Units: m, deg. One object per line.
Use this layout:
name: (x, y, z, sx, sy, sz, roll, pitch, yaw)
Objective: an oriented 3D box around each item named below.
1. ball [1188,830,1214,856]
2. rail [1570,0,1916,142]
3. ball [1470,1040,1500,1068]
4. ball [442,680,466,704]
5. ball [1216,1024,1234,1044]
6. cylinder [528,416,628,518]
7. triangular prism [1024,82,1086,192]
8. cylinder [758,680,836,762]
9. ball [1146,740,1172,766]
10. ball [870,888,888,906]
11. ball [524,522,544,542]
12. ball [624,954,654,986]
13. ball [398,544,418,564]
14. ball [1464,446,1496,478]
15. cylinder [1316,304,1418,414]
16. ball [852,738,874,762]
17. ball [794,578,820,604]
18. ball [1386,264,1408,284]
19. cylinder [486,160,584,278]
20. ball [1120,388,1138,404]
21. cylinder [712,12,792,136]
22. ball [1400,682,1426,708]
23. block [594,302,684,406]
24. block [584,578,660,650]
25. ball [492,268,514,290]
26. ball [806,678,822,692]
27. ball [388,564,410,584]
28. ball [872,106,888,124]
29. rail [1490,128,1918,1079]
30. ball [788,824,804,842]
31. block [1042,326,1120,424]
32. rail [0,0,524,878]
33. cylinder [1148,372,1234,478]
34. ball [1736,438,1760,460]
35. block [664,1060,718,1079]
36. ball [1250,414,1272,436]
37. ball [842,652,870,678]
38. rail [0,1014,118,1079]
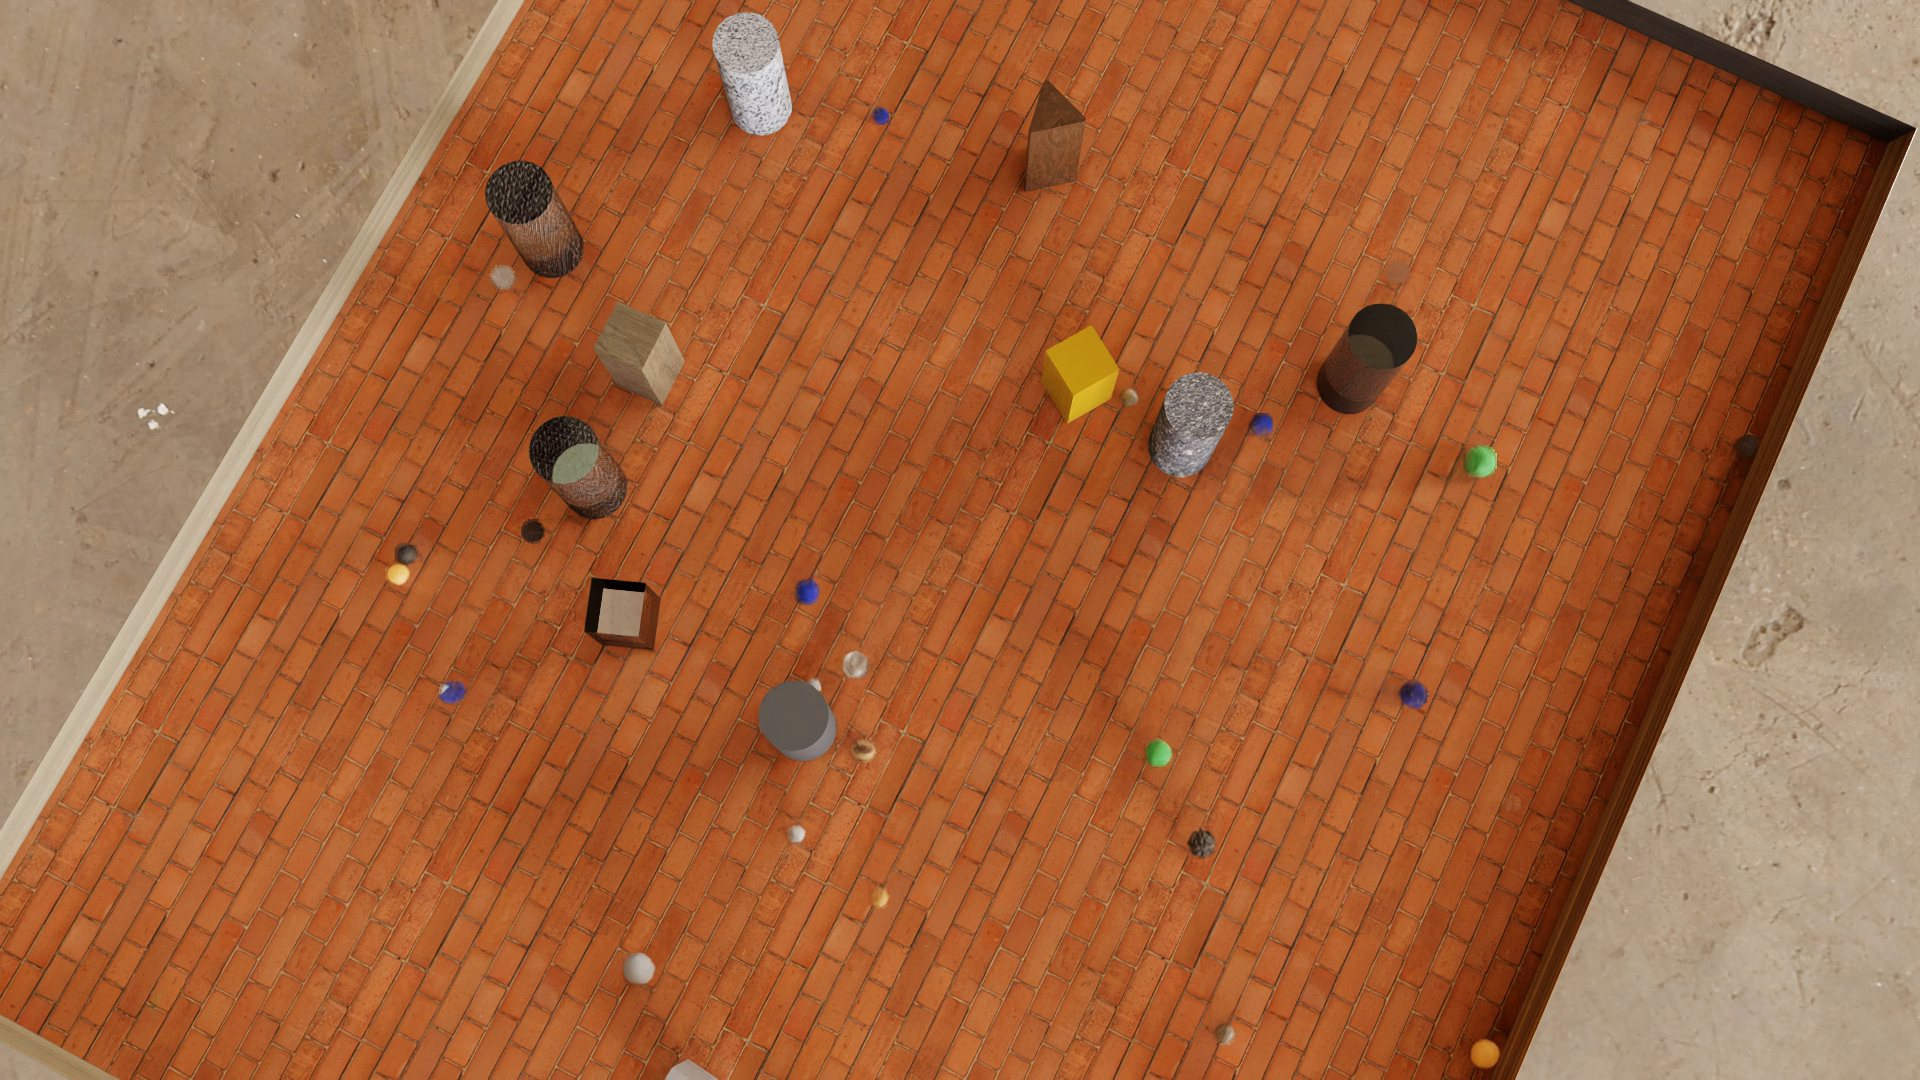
ball: (0.710, 0.892, 5.392, 0.077, 0.077, 0.077, 0, 78, 0)
rail: (1.116, -2.179, 6.001, 4.203, 0.129, 0.045, 26, 80, 5)
ball: (1.511, 1.477, 5.269, 0.081, 0.081, 0.081, 0, 78, 0)
ball: (-1.517, 0.455, 5.486, 0.070, 0.070, 0.070, 0, 78, 0)
ball: (0.765, 1.424, 5.293, 0.056, 0.056, 0.056, 0, 78, 0)
cylinder: (-1.124, -0.209, 5.423, 0.198, 0.464, 0.198, 0, 78, 0)
triangular prism: (0.272, -1.249, 5.645, 0.172, 0.451, 0.149, -13, 79, -3)
cylinder: (-0.469, 0.530, 5.331, 0.198, 0.344, 0.198, 0, 78, 0)
ball: (0.590, 0.632, 5.446, 0.078, 0.078, 0.078, 0, 78, 0)
ball: (-0.236, 1.048, 5.372, 0.054, 0.054, 0.054, 0, 78, 0)
ball: (-1.299, -0.025, 5.590, 0.063, 0.063, 0.063, 0, 78, 0)
ball: (-0.930, 1.245, 5.314, 0.088, 0.088, 0.088, 0, 78, 0)
ball: (-1.681, 0.044, 5.576, 0.061, 0.061, 0.061, 0, 78, 0)
ball: (1.592, -0.240, 5.617, 0.096, 0.096, 0.096, 0, 78, 0)
cylinder: (1.212, -0.536, 5.486, 0.198, 0.473, 0.198, 0, 78, 0)
ball: (-0.288, 0.626, 5.451, 0.070, 0.070, 0.070, 0, 78, 0)
ball: (-0.463, 0.154, 5.546, 0.075, 0.075, 0.075, 0, 78, 0)
ball: (1.374, -0.838, 5.758, 0.064, 0.064, 0.064, 0, 78, 0)
cylinder: (-1.290, -0.971, 5.583, 0.198, 0.458, 0.198, 0, 78, 0)
ball: (0.523, -0.445, 5.682, 0.053, 0.053, 0.053, 0, 78, 0)
cylinder: (-0.640, -1.441, 5.691, 0.198, 0.439, 0.198, 0, 78, 0)
ball: (1.355, 0.462, 5.481, 0.078, 0.078, 0.078, 0, 78, 0)
block: (-0.966, -0.559, 5.540, 0.159, 0.377, 0.159, 24, 79, 5)
block: (-0.998, 0.221, 5.433, 0.159, 0.269, 0.159, 6, 78, 1)
ball: (-1.434, -0.821, 5.751, 0.069, 0.069, 0.069, 0, 78, 0)
ball: (-0.441, 0.440, 5.499, 0.051, 0.051, 0.051, 0, 78, 0)
ball: (-1.704, 0.104, 5.562, 0.065, 0.065, 0.065, 0, 78, 0)
ball: (-0.256, -1.361, 5.872, 0.052, 0.052, 0.052, 0, 78, 0)
rail: (1.858, 0.917, 5.360, 0.045, 0.129, 5.039, 26, 80, 5)
ball: (-0.484, 0.866, 5.412, 0.051, 0.051, 0.051, 0, 78, 0)
block: (0.362, -0.499, 5.560, 0.159, 0.314, 0.159, -30, 80, -6)
rail: (-1.858, -0.903, 5.737, 0.045, 0.129, 5.039, 26, 80, 5)
cylinder: (0.682, -0.337, 5.453, 0.198, 0.457, 0.198, 0, 78, 0)
ball: (2.425, -0.281, 5.641, 0.067, 0.067, 0.067, 0, 78, 0)
block: (-0.763, 1.580, 5.138, 0.159, 0.297, 0.159, 32, 80, 6)
ball: (0.931, -0.355, 5.657, 0.065, 0.065, 0.065, 0, 78, 0)
ball: (-0.313, 0.376, 5.499, 0.080, 0.080, 0.080, 0, 78, 0)
rail: (-1.116, 2.193, 5.096, 4.203, 0.129, 0.045, 26, 80, 5)
